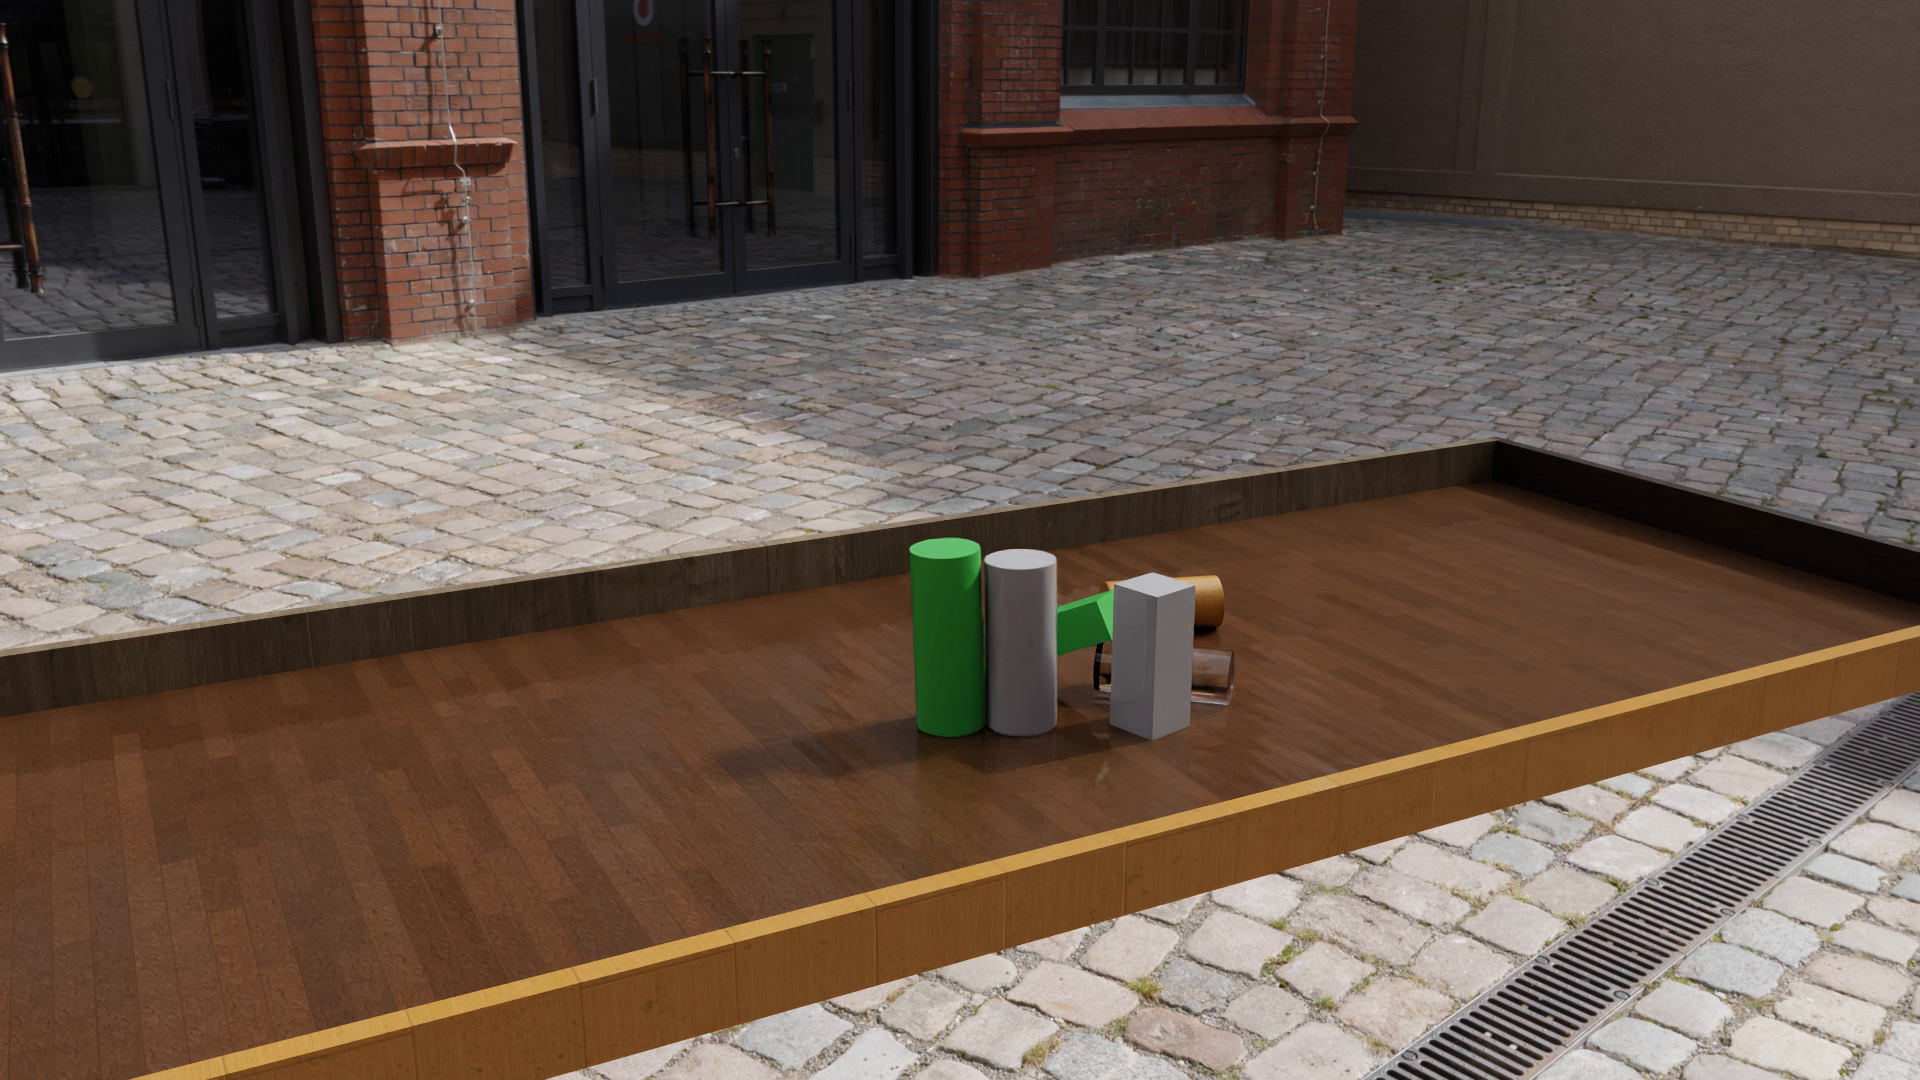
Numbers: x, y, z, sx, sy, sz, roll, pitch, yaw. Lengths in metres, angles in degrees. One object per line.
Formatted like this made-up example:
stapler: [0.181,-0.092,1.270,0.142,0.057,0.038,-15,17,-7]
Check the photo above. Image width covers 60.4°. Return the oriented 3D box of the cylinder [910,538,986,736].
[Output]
cylinder: [-0.027,0.225,3.818,0.162,0.430,0.162,-2,17,1]

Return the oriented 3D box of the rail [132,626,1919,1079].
rail: [-2.336,1.006,1.665,12.000,0.150,0.050,-9,18,-27]

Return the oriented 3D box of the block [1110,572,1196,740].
block: [0.446,0.268,3.827,0.132,0.347,0.132,-14,22,-40]

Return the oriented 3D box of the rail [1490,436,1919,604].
rail: [2.466,-0.048,5.253,0.050,0.150,2.100,-9,18,-27]

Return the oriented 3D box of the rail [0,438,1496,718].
rail: [-3.305,0.497,3.399,12.000,0.150,0.050,-9,18,-27]

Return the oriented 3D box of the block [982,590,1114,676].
block: [0.220,0.234,4.116,0.374,0.101,0.101,-19,5,32]

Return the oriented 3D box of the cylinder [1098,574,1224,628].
cylinder: [0.548,0.176,4.501,0.314,0.144,0.144,-3,17,-10]

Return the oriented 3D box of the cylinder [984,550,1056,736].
cylinder: [0.142,0.237,3.831,0.166,0.401,0.166,-1,15,0]

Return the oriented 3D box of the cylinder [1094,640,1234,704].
cylinder: [0.499,0.320,4.031,0.325,0.131,0.131,5,17,16]
